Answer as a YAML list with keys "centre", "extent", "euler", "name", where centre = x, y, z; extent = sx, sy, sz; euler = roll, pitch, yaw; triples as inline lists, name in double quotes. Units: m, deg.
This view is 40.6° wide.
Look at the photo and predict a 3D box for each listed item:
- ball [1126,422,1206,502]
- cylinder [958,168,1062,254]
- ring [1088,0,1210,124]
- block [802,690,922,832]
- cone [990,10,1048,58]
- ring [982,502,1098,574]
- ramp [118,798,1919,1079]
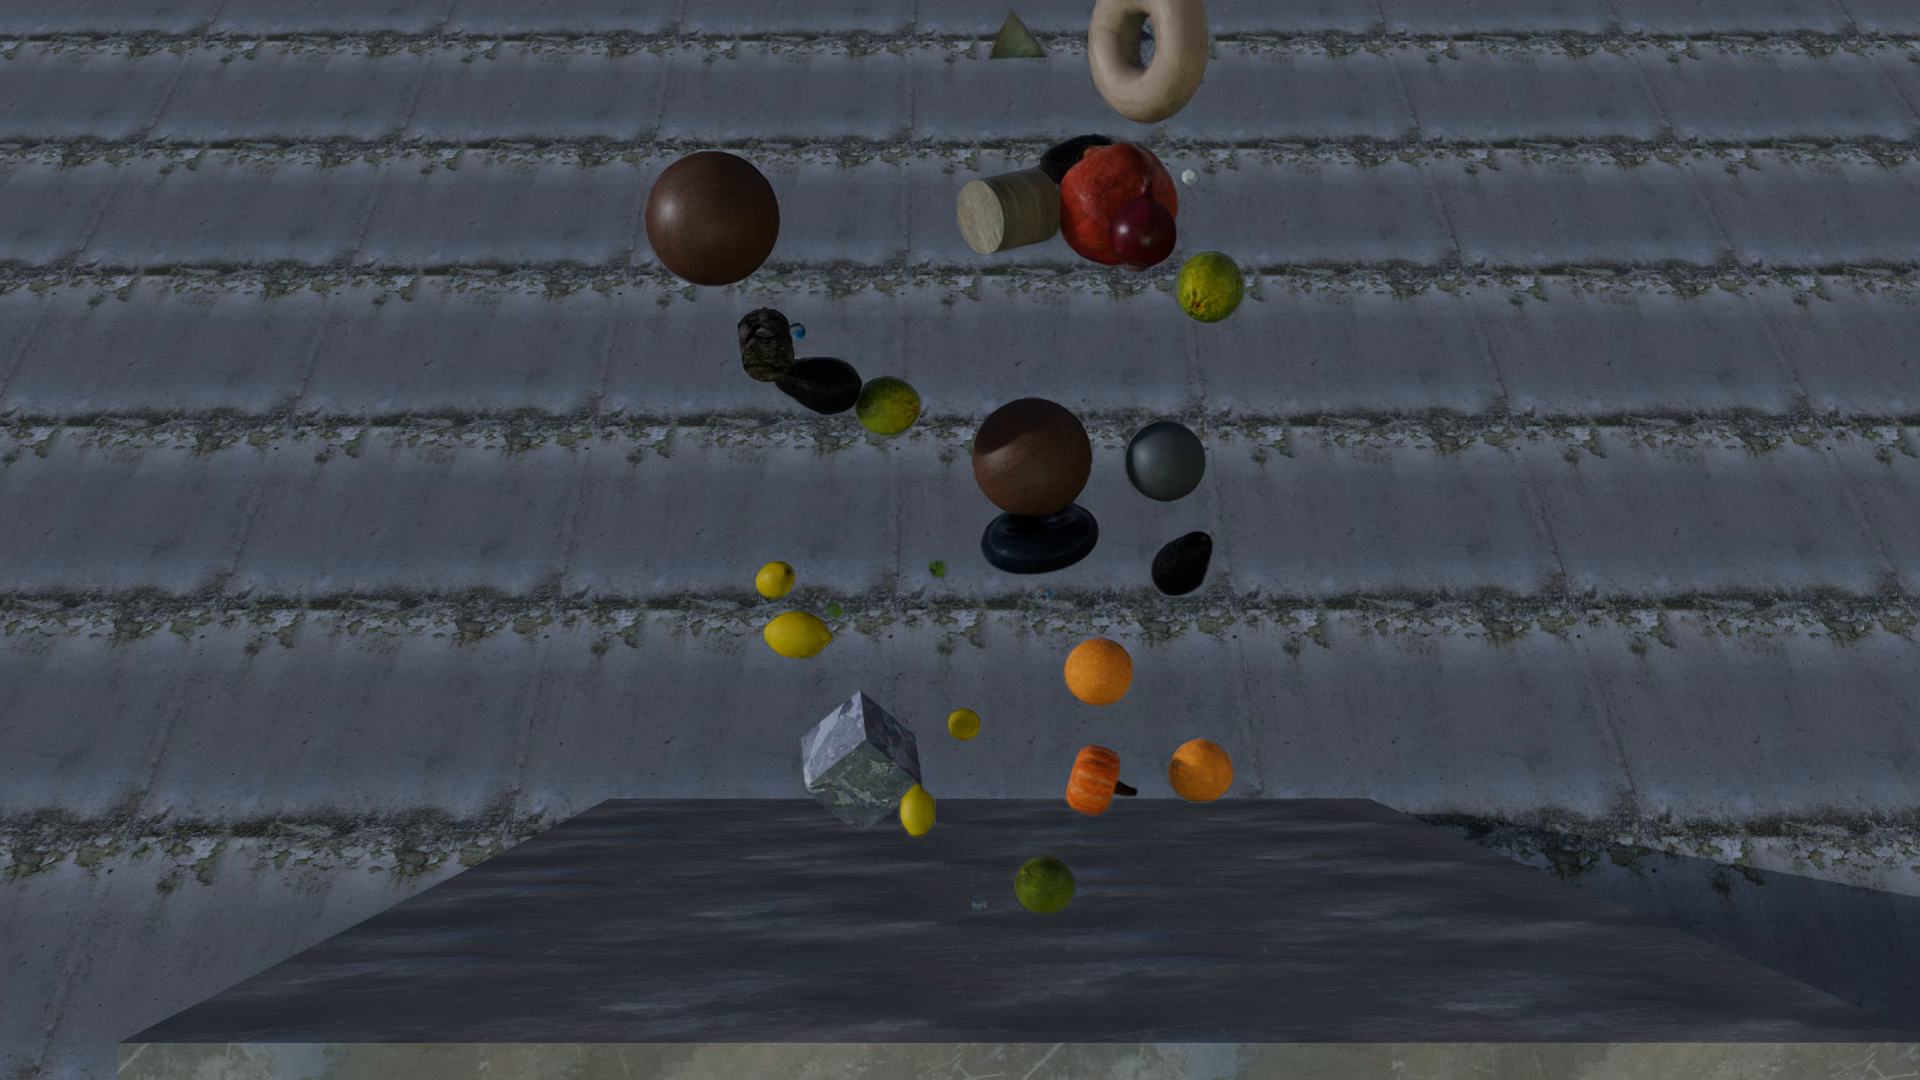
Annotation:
- centre: [0.221, -0.085, 2.793]
  extent: [0.086, 0.086, 0.086]
  euler: [0, 35, 0]
  name: "ball"
- centre: [0.046, -0.304, 2.398]
  extent: [0.069, 0.069, 0.069]
  euler: [-17, 38, -34]
  name: "cylinder"
- centre: [0.170, -0.451, 2.356]
  extent: [0.048, 0.144, 0.144]
  euler: [-7, 33, -36]
  name: "ring"
- centre: [-0.118, 0.264, 3.105]
  extent: [0.098, 0.098, 0.098]
  euler: [-39, 29, 17]
  name: "block"
- centre: [0.064, -0.490, 2.573]
  extent: [0.053, 0.053, 0.053]
  euler: [25, 37, -2]
  name: "cone"
- centre: [0.088, -0.003, 2.841]
  extent: [0.131, 0.044, 0.131]
  euler: [-9, 23, 4]
  name: "ring"
- centre: [0.078, 0.666, 4.842]
  extent: [2.000, 0.100, 4.000]
  euler: [0, -2, 0]
  name: "ramp"
